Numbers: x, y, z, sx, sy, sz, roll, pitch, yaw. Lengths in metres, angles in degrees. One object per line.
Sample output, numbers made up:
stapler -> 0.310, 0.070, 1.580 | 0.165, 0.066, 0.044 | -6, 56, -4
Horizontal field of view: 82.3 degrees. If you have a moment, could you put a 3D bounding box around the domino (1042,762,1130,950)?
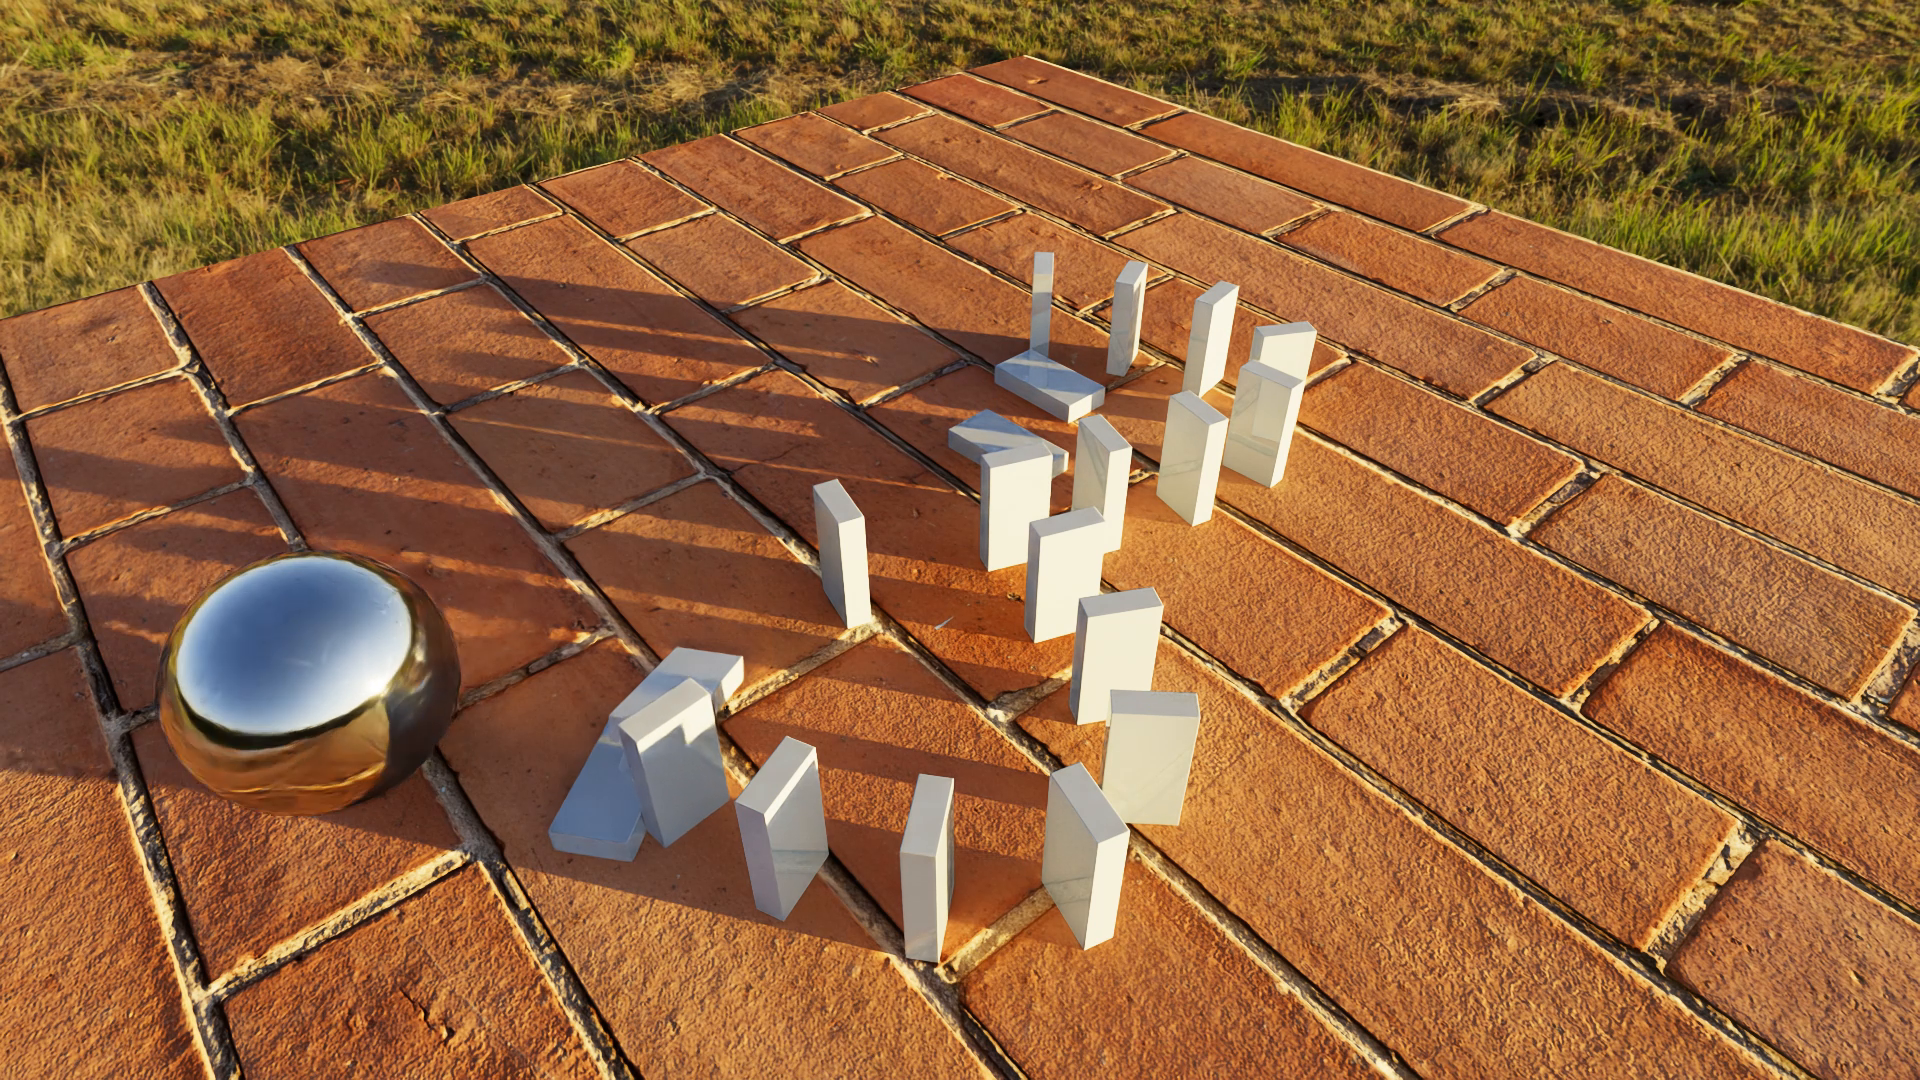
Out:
domino -> 0.034, 0.088, 0.304 | 0.009, 0.050, 0.025 | -17, 42, -19

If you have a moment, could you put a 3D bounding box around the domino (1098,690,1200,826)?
domino -> 0.056, 0.066, 0.331 | 0.025, 0.050, 0.009 | 2, 39, 3

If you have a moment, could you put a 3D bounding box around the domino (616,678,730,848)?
domino -> -0.085, 0.067, 0.329 | 0.009, 0.050, 0.025 | 31, 49, 31

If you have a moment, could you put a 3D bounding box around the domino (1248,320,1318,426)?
domino -> 0.144, -0.074, 0.502 | 0.025, 0.050, 0.009 | -8, 40, -10

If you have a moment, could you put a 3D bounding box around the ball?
ball -> -0.196, 0.043, 0.336 | 0.080, 0.080, 0.080 | 0, 39, 0

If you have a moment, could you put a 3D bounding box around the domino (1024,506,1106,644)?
domino -> 0.037, 0.013, 0.396 | 0.025, 0.050, 0.010 | -14, 41, -16

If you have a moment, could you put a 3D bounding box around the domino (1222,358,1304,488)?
domino -> 0.130, -0.050, 0.472 | 0.009, 0.050, 0.025 | -32, 49, -33

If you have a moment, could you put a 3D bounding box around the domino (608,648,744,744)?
domino -> -0.093, 0.052, 0.367 | 0.025, 0.010, 0.050 | 7, 21, 9

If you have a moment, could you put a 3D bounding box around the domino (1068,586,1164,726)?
domino -> 0.051, 0.039, 0.364 | 0.025, 0.050, 0.010 | -8, 40, -10

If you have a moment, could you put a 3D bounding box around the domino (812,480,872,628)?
domino -> -0.043, 0.006, 0.405 | 0.010, 0.050, 0.025 | -18, 43, -21

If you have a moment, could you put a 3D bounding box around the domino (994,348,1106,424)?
domino -> 0.043, -0.076, 0.536 | 0.025, 0.010, 0.050 | -30, 48, -32

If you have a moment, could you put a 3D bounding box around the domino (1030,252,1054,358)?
domino -> 0.041, -0.116, 0.553 | 0.010, 0.050, 0.025 | 3, 39, 4

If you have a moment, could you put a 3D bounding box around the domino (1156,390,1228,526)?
domino -> 0.095, -0.033, 0.452 | 0.009, 0.050, 0.025 | -19, 43, -22

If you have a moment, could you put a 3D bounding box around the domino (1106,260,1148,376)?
domino -> 0.083, -0.110, 0.545 | 0.009, 0.050, 0.025 | 14, 41, 17

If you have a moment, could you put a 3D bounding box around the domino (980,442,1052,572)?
domino -> 0.021, -0.012, 0.427 | 0.025, 0.050, 0.009 | -13, 41, -16

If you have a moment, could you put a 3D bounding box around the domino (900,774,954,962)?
domino -> -0.008, 0.090, 0.301 | 0.010, 0.050, 0.025 | 6, 40, 7

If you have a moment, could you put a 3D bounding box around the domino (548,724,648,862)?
domino -> -0.107, 0.077, 0.350 | 0.025, 0.010, 0.050 | 6, 40, 8

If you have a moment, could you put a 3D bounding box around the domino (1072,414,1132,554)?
domino -> 0.056, -0.022, 0.438 | 0.010, 0.050, 0.025 | -15, 42, -18

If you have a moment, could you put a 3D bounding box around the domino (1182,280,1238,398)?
domino -> 0.120, -0.096, 0.529 | 0.009, 0.050, 0.025 | 26, 46, 29

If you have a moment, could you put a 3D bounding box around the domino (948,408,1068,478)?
domino -> 0.021, -0.041, 0.493 | 0.025, 0.009, 0.050 | -32, 49, -33

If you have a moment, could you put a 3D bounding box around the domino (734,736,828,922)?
domino -> -0.050, 0.082, 0.311 | 0.010, 0.050, 0.025 | 17, 42, 20
